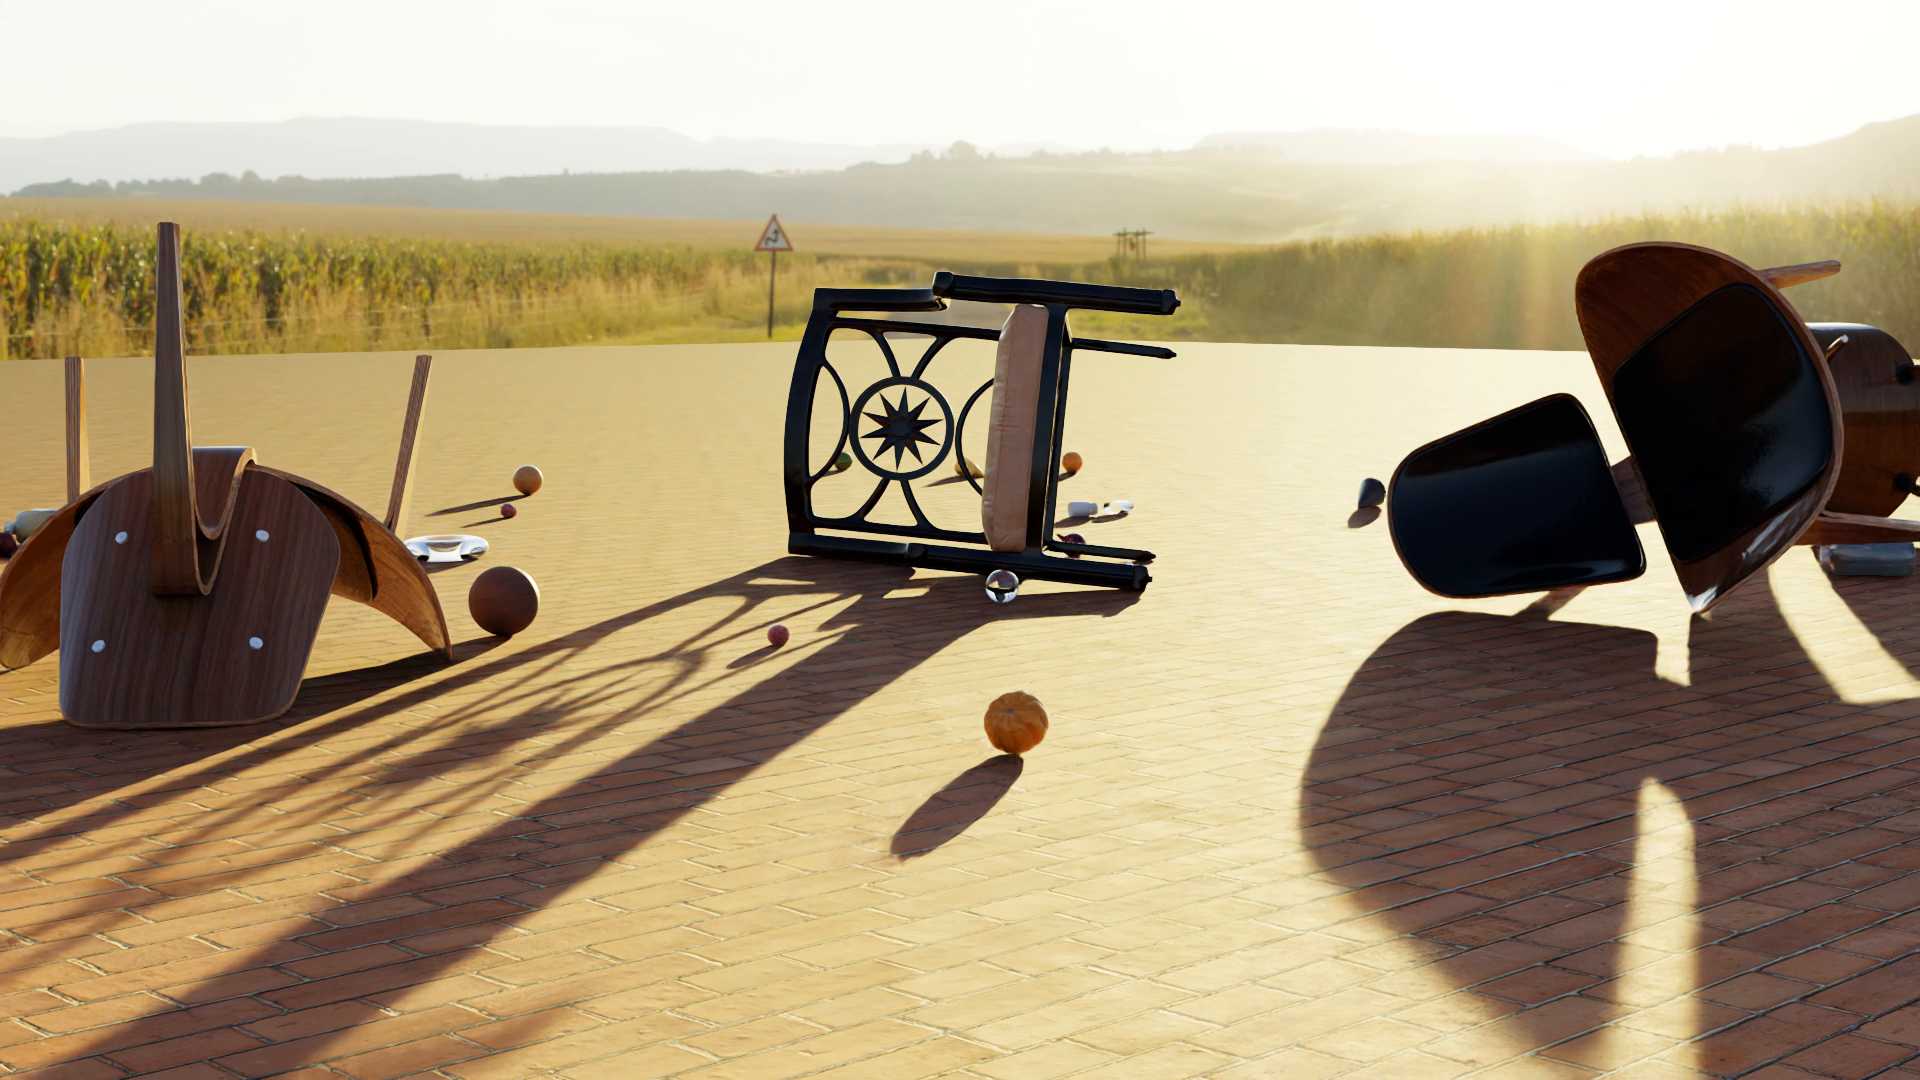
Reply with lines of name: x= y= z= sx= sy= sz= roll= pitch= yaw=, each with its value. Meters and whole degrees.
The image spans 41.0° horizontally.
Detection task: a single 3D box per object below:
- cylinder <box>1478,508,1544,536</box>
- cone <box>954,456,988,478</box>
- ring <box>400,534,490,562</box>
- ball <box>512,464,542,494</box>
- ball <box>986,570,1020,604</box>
cylinder: x=1.401 y=-0.046 z=6.521 sx=0.125 sy=0.065 sz=0.106 roll=0 pitch=22 yaw=-27
cone: x=0.051 y=-0.226 z=8.448 sx=0.134 sy=0.065 sz=0.067 roll=26 pitch=-18 yaw=44
ring: x=-1.204 y=0.019 z=5.993 sx=0.207 sy=0.049 sz=0.213 roll=-3 pitch=6 yaw=-19
ball: x=-1.303 y=-0.182 z=7.736 sx=0.090 sy=0.090 sz=0.090 roll=0 pitch=6 yaw=0
ball: x=0.085 y=0.093 z=5.169 sx=0.069 sy=0.069 sz=0.069 roll=0 pitch=6 yaw=0
